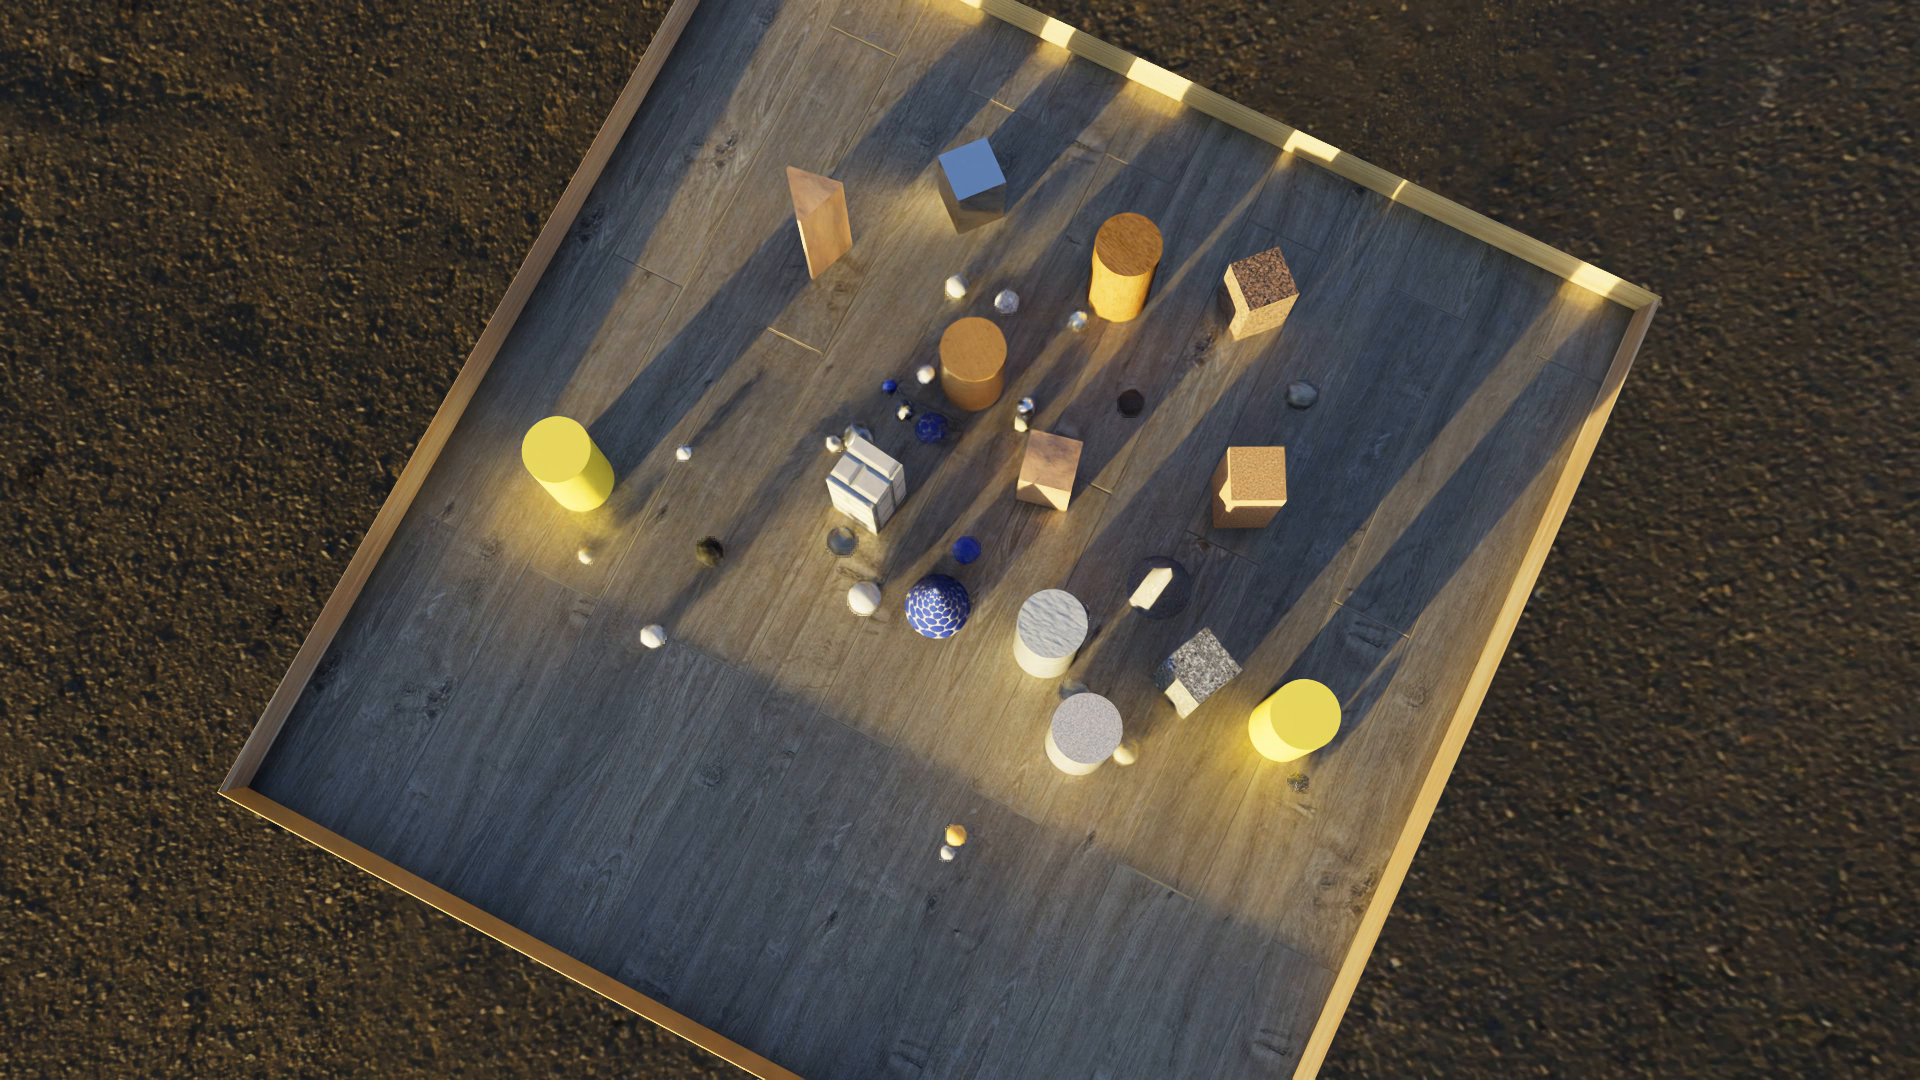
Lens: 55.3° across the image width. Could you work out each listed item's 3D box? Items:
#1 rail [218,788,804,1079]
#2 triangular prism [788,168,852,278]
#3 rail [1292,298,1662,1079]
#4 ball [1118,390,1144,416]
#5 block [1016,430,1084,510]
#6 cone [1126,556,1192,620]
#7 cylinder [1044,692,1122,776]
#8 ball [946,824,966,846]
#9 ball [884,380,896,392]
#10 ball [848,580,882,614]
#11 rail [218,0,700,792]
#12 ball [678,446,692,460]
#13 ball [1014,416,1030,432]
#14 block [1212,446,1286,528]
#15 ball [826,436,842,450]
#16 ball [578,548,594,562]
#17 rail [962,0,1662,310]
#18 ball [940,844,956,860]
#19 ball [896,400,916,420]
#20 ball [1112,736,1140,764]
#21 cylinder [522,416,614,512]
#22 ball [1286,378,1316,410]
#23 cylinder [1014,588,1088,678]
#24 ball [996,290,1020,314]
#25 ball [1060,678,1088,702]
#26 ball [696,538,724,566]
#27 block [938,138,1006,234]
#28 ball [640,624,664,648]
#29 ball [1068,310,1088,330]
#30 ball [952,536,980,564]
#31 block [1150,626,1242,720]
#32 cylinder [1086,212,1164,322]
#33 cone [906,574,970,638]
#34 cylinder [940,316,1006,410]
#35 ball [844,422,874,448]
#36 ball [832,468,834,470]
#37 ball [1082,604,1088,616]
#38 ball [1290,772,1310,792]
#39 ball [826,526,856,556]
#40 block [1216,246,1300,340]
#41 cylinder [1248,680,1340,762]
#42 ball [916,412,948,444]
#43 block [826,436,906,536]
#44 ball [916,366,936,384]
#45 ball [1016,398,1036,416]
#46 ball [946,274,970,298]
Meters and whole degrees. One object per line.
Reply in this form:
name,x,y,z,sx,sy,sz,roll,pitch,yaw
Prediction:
rail,-0.725,1.426,5.254,3.190,0.129,0.045,26,80,5
triangular prism,-0.454,-0.984,5.571,0.172,0.489,0.149,-42,81,-8
rail,1.405,0.695,5.406,0.045,0.129,3.288,26,80,5
ball,0.529,-0.424,5.663,0.081,0.081,0.081,0,78,0
block,0.269,-0.209,5.533,0.159,0.249,0.159,14,79,3
cone,0.607,0.113,5.432,0.199,0.316,0.199,0,78,0
cylinder,0.354,0.564,5.295,0.199,0.401,0.199,0,78,0
ball,-0.010,0.871,5.405,0.062,0.062,0.062,0,78,0
ball,-0.218,-0.479,5.694,0.043,0.043,0.043,0,78,0
ball,-0.288,0.172,5.530,0.099,0.099,0.099,0,78,0
rail,-1.405,-0.681,5.691,0.045,0.129,3.288,26,80,5
ball,-0.849,-0.268,5.649,0.045,0.045,0.045,0,78,0
ball,0.192,-0.361,5.666,0.050,0.050,0.050,0,78,0
block,0.857,-0.153,5.455,0.159,0.378,0.159,0,78,0
ball,-0.390,-0.299,5.655,0.047,0.047,0.047,0,78,0
ball,-1.139,0.047,5.584,0.046,0.046,0.046,0,78,0
rail,0.725,-1.412,5.842,3.190,0.129,0.045,26,80,5
ball,-0.035,0.920,5.403,0.046,0.046,0.046,0,78,0
ball,-0.167,-0.402,5.669,0.060,0.060,0.060,0,78,0
ball,0.494,0.623,5.444,0.085,0.085,0.085,0,78,0
cylinder,-1.166,-0.223,5.473,0.199,0.371,0.199,0,78,0
ball,1.054,-0.450,5.660,0.096,0.096,0.096,0,78,0
cylinder,0.260,0.278,5.344,0.199,0.421,0.199,0,78,0
ball,0.148,-0.744,5.732,0.076,0.076,0.076,0,78,0
ball,0.341,0.457,5.478,0.086,0.086,0.086,0,78,0
ball,-0.760,0.036,5.567,0.083,0.083,0.083,0,78,0
block,0.037,-1.098,5.700,0.159,0.281,0.159,-22,79,-5
ball,-0.927,0.288,5.521,0.070,0.070,0.070,0,78,0
ball,0.370,-0.689,5.729,0.059,0.059,0.059,0,78,0
ball,0.018,0.033,5.566,0.086,0.086,0.086,0,78,0
block,0.684,0.392,5.346,0.159,0.372,0.159,-37,81,-7
cylinder,0.496,-0.824,5.576,0.199,0.415,0.199,0,78,0
cone,-0.067,0.170,5.424,0.199,0.309,0.199,0,78,0
cylinder,0.039,-0.531,5.561,0.199,0.325,0.199,0,78,0
ball,-0.311,-0.315,5.635,0.092,0.092,0.092,0,78,0
ball,-0.368,-0.208,5.633,0.052,0.052,0.052,0,78,0
ball,0.361,0.222,5.541,0.059,0.059,0.059,0,78,0
ball,1.008,0.720,5.437,0.060,0.060,0.060,0,78,0
ball,-0.360,0.004,5.570,0.090,0.090,0.090,0,78,0
block,0.911,-0.752,5.625,0.159,0.289,0.159,-20,79,-4
cylinder,0.966,0.527,5.312,0.199,0.384,0.199,0,78,0
ball,-0.085,-0.346,5.640,0.095,0.095,0.095,0,78,0
block,-0.276,-0.159,5.465,0.159,0.361,0.159,34,80,7
ball,-0.105,-0.513,5.693,0.059,0.059,0.059,0,78,0
ball,0.204,-0.413,5.672,0.058,0.058,0.058,0,78,0
ball,-0.007,-0.798,5.744,0.074,0.074,0.074,0,78,0
